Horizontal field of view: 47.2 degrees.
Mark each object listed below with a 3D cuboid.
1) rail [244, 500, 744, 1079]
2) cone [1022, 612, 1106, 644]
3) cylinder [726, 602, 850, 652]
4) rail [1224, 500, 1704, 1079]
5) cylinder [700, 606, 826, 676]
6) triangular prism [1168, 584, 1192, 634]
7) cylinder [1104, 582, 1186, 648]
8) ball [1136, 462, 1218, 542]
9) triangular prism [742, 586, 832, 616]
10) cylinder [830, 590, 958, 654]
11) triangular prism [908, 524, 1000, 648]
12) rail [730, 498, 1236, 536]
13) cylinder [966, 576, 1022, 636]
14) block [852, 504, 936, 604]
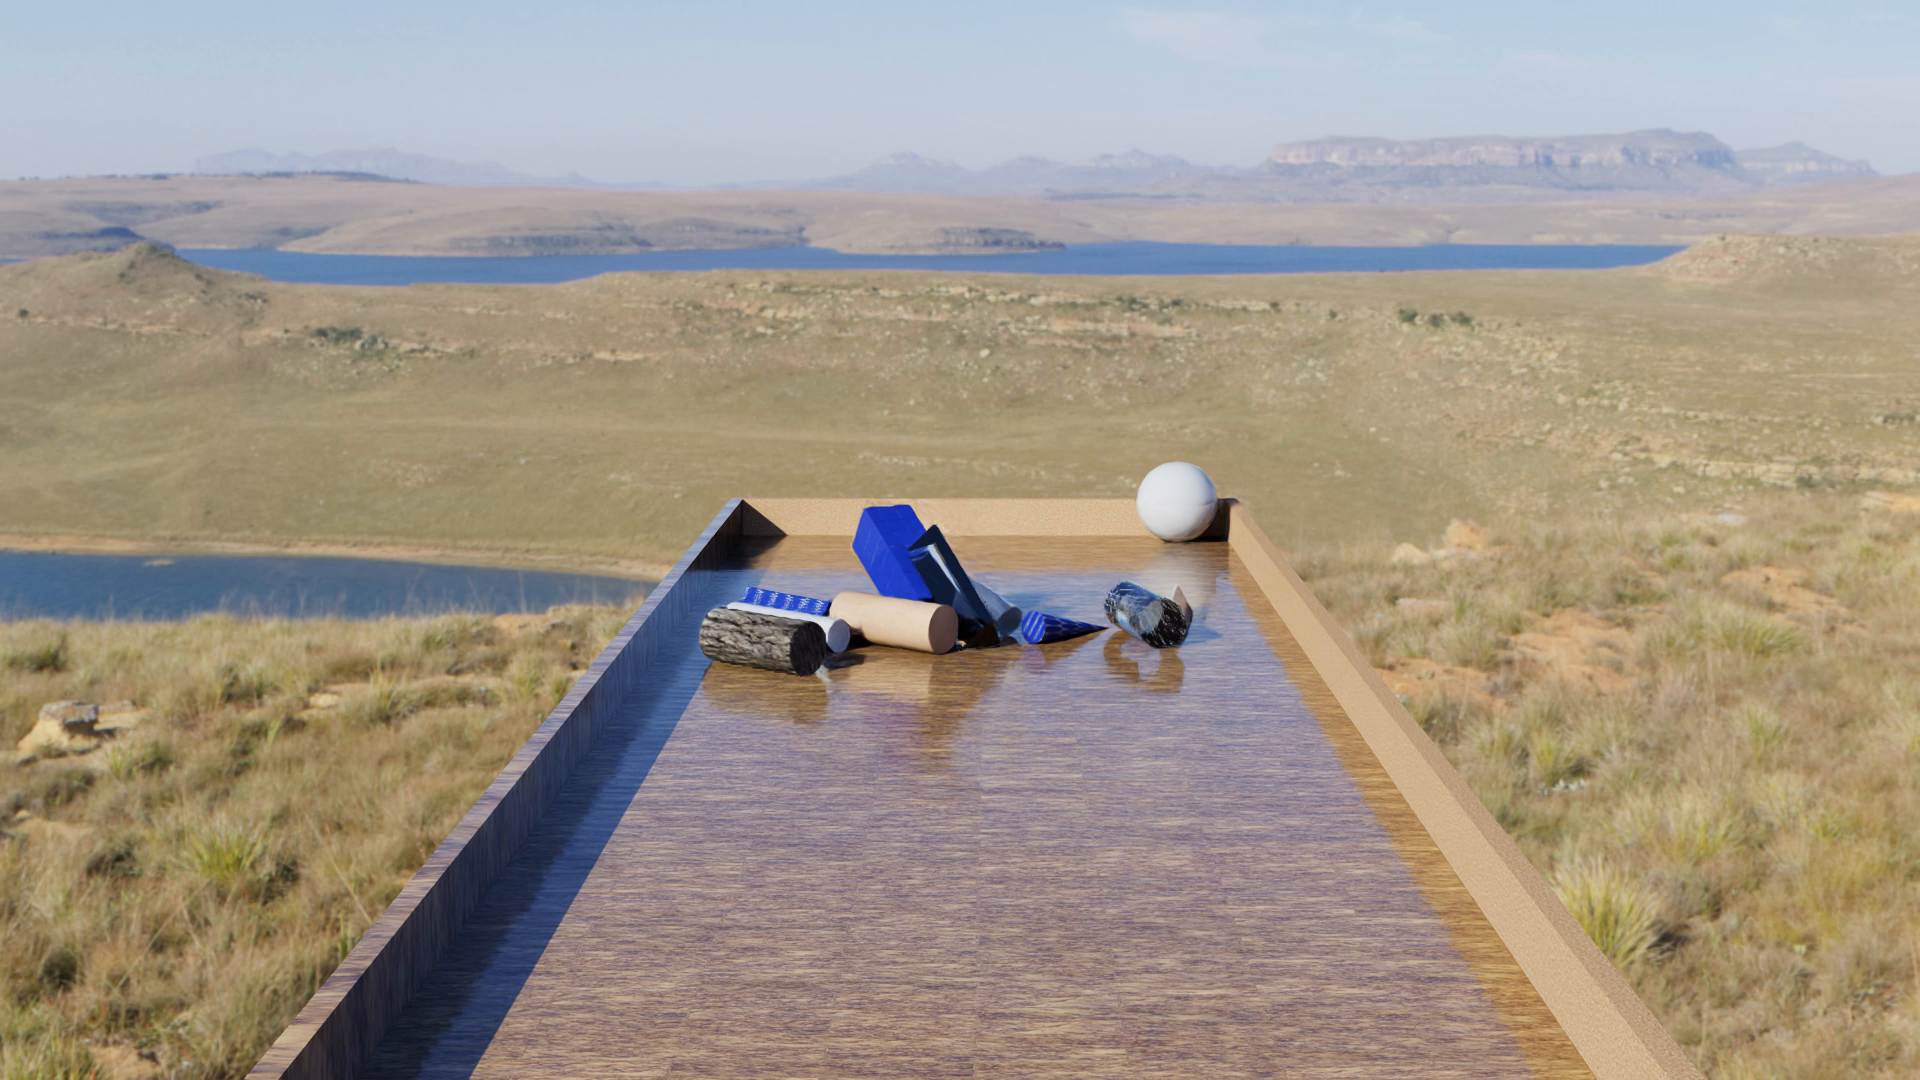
[{"bbox_3d":[-1.004,0.839,3.234,0.050,0.150,12.000,0,9,1],"label":"rail"},{"bbox_3d":[0.361,0.282,7.067,0.359,0.103,0.103,3,5,-44],"label":"cone"},{"bbox_3d":[-0.550,0.273,6.945,0.459,0.106,0.106,7,12,39],"label":"cylinder"},{"bbox_3d":[1.046,0.843,3.208,0.050,0.150,12.000,0,9,1],"label":"rail"},{"bbox_3d":[-0.592,0.302,6.591,0.373,0.161,0.161,7,11,38],"label":"cylinder"},{"bbox_3d":[0.704,0.224,7.266,0.113,0.098,0.353,2,9,9],"label":"triangular prism"},{"bbox_3d":[0.589,0.237,7.015,0.156,0.156,0.327,-2,9,-15],"label":"cylinder"},{"bbox_3d":[0.883,-0.155,8.936,0.329,0.329,0.329,0,9,0],"label":"ball"},{"bbox_3d":[-0.562,0.230,7.194,0.401,0.108,0.125,8,13,43],"label":"triangular prism"},{"bbox_3d":[-0.209,0.257,6.896,0.399,0.154,0.154,7,11,37],"label":"cylinder"},{"bbox_3d":[-0.007,0.139,6.937,0.135,0.117,0.431,-6,47,-30],"label":"triangular prism"},{"bbox_3d":[0.099,-0.098,9.147,2.100,0.150,0.050,0,9,1],"label":"rail"},{"bbox_3d":[0.019,0.175,7.200,0.103,0.103,0.449,-8,27,-40],"label":"cylinder"},{"bbox_3d":[-0.169,0.098,7.163,0.169,0.169,0.450,-5,43,-29],"label":"block"}]
